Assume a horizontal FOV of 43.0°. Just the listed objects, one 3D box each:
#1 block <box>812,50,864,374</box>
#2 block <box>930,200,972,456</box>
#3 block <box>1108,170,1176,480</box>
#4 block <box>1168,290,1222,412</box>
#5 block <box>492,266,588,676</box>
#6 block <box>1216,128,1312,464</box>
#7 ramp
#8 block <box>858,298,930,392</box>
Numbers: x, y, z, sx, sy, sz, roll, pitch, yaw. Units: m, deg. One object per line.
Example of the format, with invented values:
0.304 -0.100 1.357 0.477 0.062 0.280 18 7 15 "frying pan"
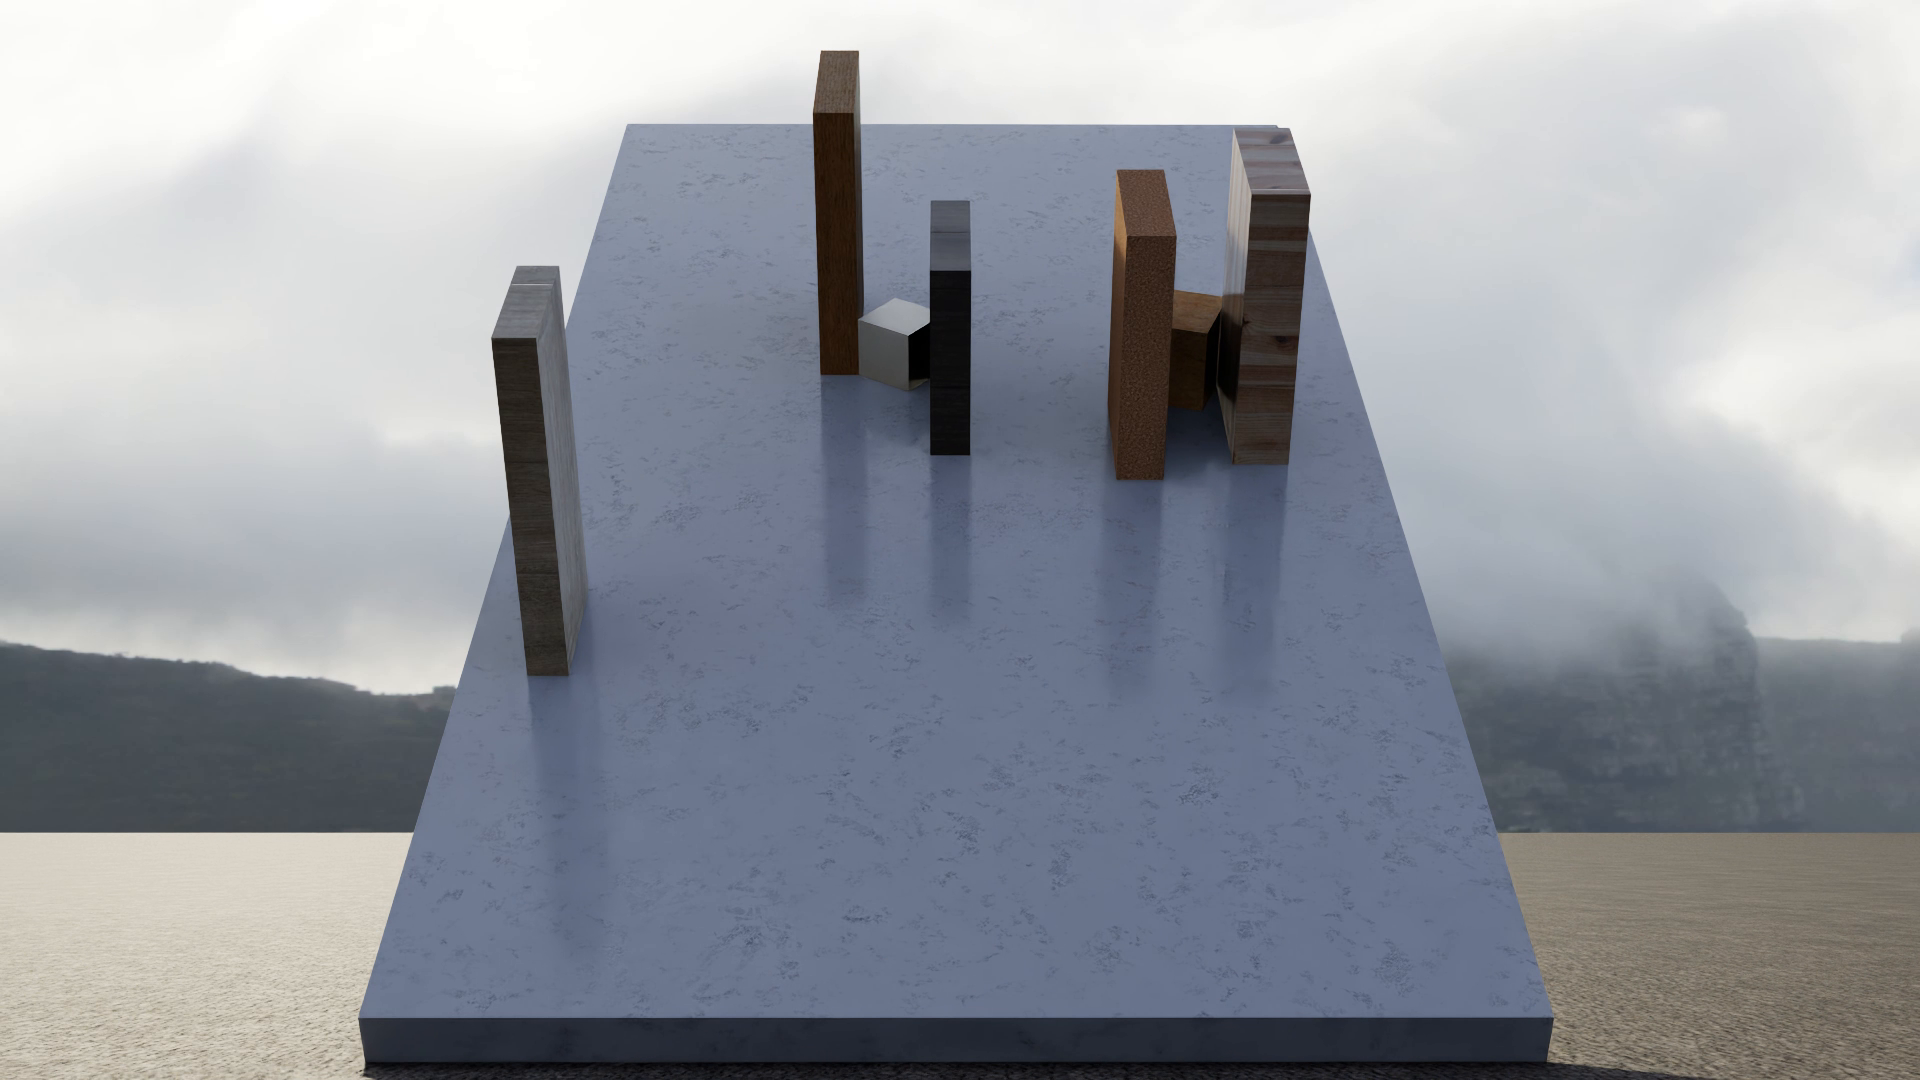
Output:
-0.299 -0.815 6.059 0.096 0.689 0.423 0 31 0 "block"
-0.023 -0.504 5.755 0.093 0.475 0.393 0 31 0 "block"
0.415 -0.497 5.615 0.109 0.611 0.372 0 31 0 "block"
0.522 -0.471 5.959 0.210 0.210 0.210 10 33 16 "block"
-0.833 -0.133 4.864 0.084 0.762 0.318 0 31 0 "block"
0.701 -0.567 5.669 0.131 0.679 0.391 0 31 0 "block"
-0.014 -0.198 5.805 2.000 0.100 4.000 0 31 0 "ramp"
-0.144 -0.485 6.032 0.153 0.153 0.153 20 36 30 "block"
